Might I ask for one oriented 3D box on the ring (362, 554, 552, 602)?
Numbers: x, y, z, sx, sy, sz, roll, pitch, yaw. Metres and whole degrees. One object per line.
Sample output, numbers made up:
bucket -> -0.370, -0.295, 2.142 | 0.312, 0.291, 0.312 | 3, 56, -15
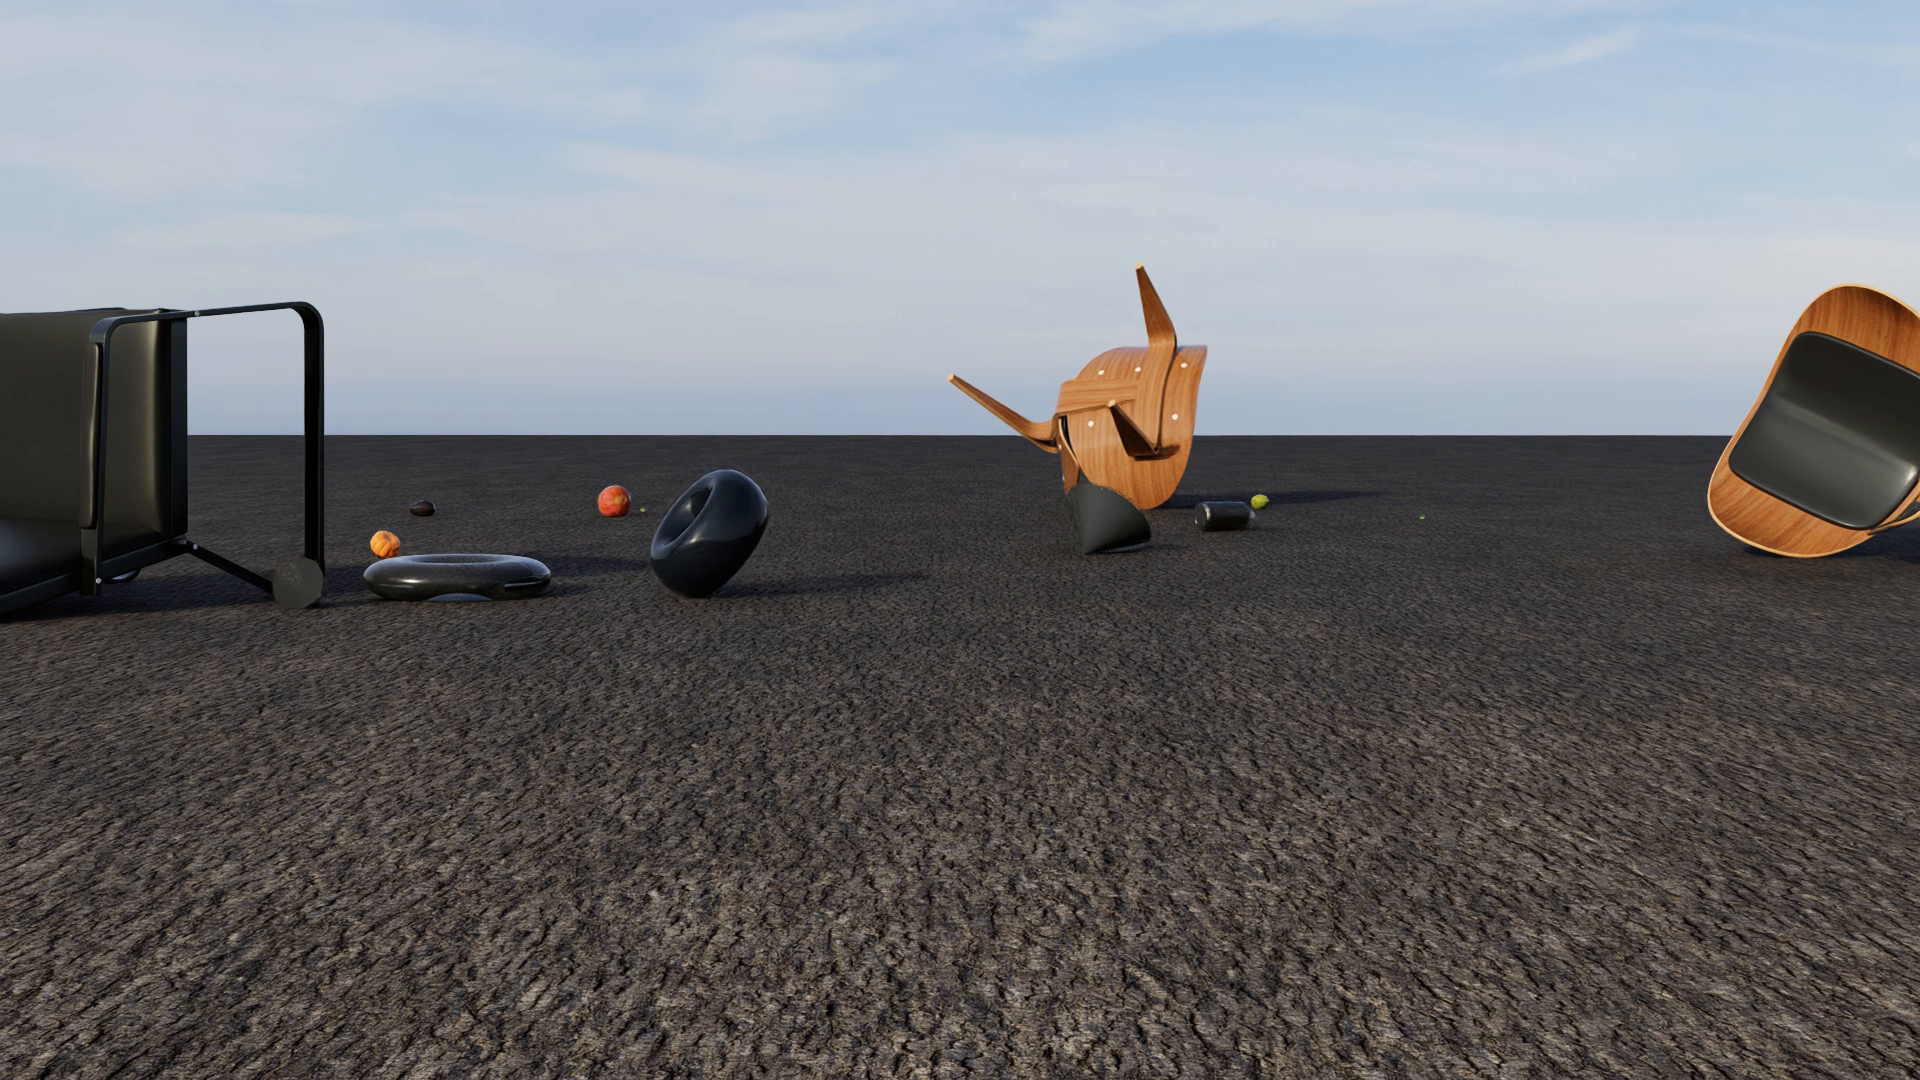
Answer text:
ring -> -1.090, 0.081, 4.776 | 0.402, 0.082, 0.358 | -1, 5, -21

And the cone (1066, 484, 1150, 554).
cone -> 0.372, -0.011, 6.008 | 0.262, 0.197, 0.172 | 33, 48, 3

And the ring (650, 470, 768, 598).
ring -> -0.548, -0.015, 4.807 | 0.282, 0.146, 0.316 | -29, 29, 38

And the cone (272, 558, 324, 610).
cone -> -1.350, 0.111, 4.556 | 0.128, 0.109, 0.094 | 47, -9, 30
